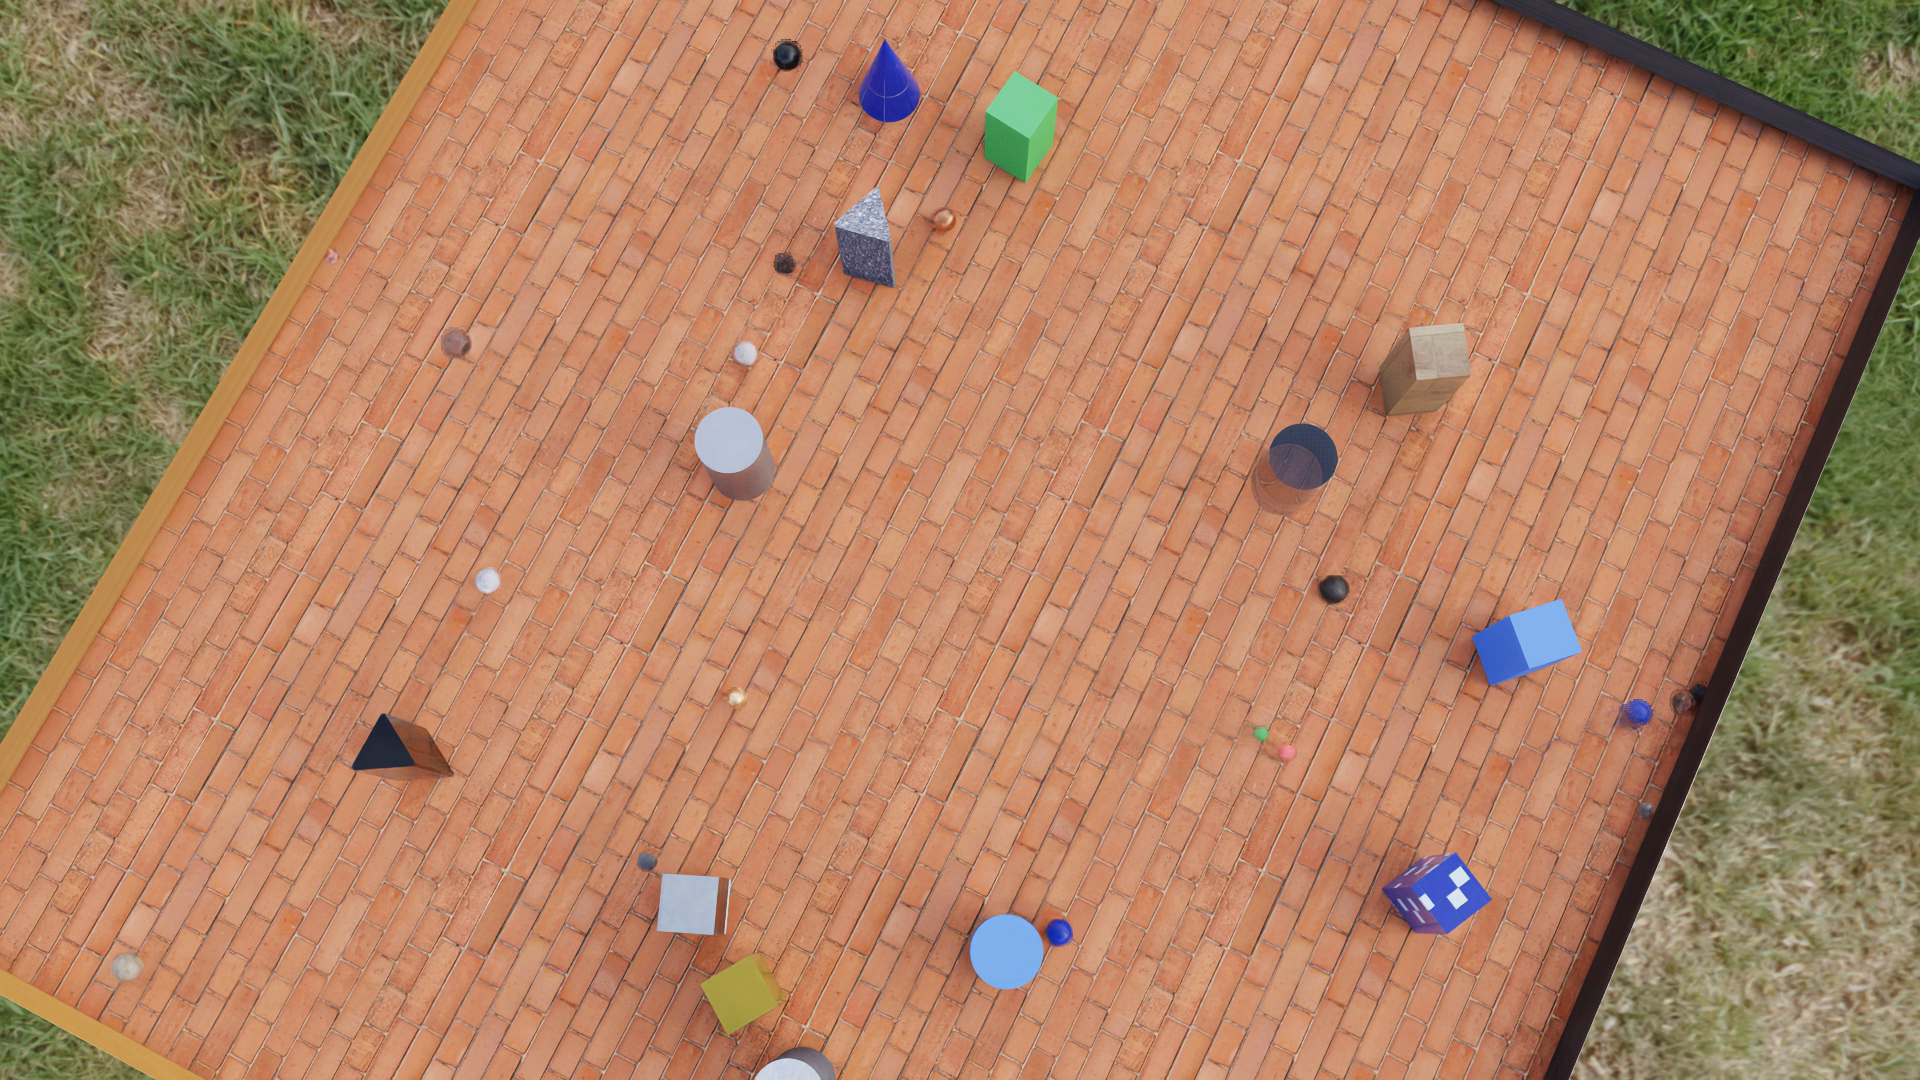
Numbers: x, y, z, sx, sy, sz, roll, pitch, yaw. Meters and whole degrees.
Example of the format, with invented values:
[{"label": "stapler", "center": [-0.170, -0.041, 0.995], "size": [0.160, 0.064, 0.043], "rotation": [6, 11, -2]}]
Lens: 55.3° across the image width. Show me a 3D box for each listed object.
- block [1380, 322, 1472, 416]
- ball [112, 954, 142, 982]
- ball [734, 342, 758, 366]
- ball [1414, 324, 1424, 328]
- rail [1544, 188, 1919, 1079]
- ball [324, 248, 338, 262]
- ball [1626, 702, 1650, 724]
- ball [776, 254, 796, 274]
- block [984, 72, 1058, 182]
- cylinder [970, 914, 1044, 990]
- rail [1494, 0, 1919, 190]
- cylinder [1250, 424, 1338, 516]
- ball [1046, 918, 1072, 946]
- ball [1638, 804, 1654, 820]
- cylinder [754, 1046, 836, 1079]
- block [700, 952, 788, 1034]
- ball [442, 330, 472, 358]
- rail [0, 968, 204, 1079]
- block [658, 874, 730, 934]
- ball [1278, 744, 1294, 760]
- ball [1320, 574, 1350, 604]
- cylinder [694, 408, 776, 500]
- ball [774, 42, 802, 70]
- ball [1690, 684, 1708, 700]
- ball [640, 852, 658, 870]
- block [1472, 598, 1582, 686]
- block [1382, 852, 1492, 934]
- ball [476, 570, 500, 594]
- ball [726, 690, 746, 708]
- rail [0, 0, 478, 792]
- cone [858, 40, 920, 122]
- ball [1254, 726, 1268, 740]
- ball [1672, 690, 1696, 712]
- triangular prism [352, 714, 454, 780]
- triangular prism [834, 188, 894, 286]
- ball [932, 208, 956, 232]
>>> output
[{"label": "block", "center": [1.396, -0.509, 5.521], "size": [0.159, 0.394, 0.159], "rotation": [-5, 78, -1]}, {"label": "ball", "center": [-2.416, 1.241, 5.318], "size": [0.081, 0.081, 0.081], "rotation": [0, 78, 0]}, {"label": "ball", "center": [-0.667, -0.577, 5.700], "size": [0.071, 0.071, 0.071], "rotation": [0, 78, 0]}, {"label": "ball", "center": [1.439, -0.650, 5.726], "size": [0.049, 0.049, 0.049], "rotation": [0, 78, 0]}, {"label": "rail", "center": [1.979, 0.976, 5.348], "size": [0.045, 0.129, 4.821], "rotation": [26, 80, 5]}, {"label": "ball", "center": [-1.983, -0.896, 5.779], "size": [0.044, 0.044, 0.044], "rotation": [0, 78, 0]}, {"label": "ball", "center": [2.028, 0.516, 5.476], "size": [0.066, 0.066, 0.066], "rotation": [0, 78, 0]}, {"label": "ball", "center": [-0.547, -0.867, 5.764], "size": [0.062, 0.062, 0.062], "rotation": [0, 78, 0]}, {"label": "block", "center": [0.187, -1.282, 5.709], "size": [0.159, 0.340, 0.159], "rotation": [33, 80, 6]}, {"label": "cylinder", "center": [0.127, 1.159, 5.174], "size": [0.199, 0.397, 0.199], "rotation": [0, 78, 0]}, {"label": "rail", "center": [1.067, -2.084, 5.981], "size": [4.472, 0.129, 0.045], "rotation": [26, 80, 5]}, {"label": "cylinder", "center": [0.995, -0.207, 5.481], "size": [0.199, 0.349, 0.199], "rotation": [0, 78, 0]}, {"label": "ball", "center": [0.288, 1.142, 5.341], "size": [0.077, 0.077, 0.077], "rotation": [0, 78, 0]}, {"label": "ball", "center": [2.033, 0.805, 5.427], "size": [0.044, 0.044, 0.044], "rotation": [0, 78, 0]}, {"label": "cylinder", "center": [-0.457, 1.520, 5.070], "size": [0.199, 0.454, 0.199], "rotation": [0, 78, 0]}, {"label": "block", "center": [-0.611, 1.286, 5.206], "size": [0.159, 0.283, 0.159], "rotation": [-30, 80, -6]}, {"label": "ball", "center": [-1.563, -0.611, 5.698], "size": [0.088, 0.088, 0.088], "rotation": [0, 78, 0]}, {"label": "rail", "center": [-1.067, 2.097, 5.115], "size": [4.472, 0.129, 0.045], "rotation": [26, 80, 5]}, {"label": "block", "center": [-0.761, 1.046, 5.262], "size": [0.159, 0.270, 0.159], "rotation": [4, 78, 1]}, {"label": "ball", "center": [0.973, 0.632, 5.460], "size": [0.050, 0.050, 0.050], "rotation": [0, 78, 0]}, {"label": "ball", "center": [1.133, 0.148, 5.542], "size": [0.087, 0.087, 0.087], "rotation": [0, 78, 0]}, {"label": "cylinder", "center": [-0.670, -0.254, 5.487], "size": [0.199, 0.356, 0.199], "rotation": [0, 78, 0]}, {"label": "ball", "center": [-0.556, -1.555, 5.893], "size": [0.090, 0.090, 0.090], "rotation": [0, 78, 0]}, {"label": "ball", "center": [2.217, 0.457, 5.496], "size": [0.050, 0.050, 0.050], "rotation": [0, 78, 0]}, {"label": "ball", "center": [-0.917, 0.947, 5.395], "size": [0.051, 0.051, 0.051], "rotation": [0, 78, 0]}, {"label": "block", "center": [1.652, 0.303, 5.357], "size": [0.159, 0.386, 0.159], "rotation": [-17, 79, -3]}, {"label": "block", "center": [1.354, 1.009, 5.224], "size": [0.159, 0.360, 0.159], "rotation": [-35, 80, -7]}, {"label": "ball", "center": [-1.432, 0.125, 5.554], "size": [0.072, 0.072, 0.072], "rotation": [0, 78, 0]}, {"label": "ball", "center": [-0.672, 0.477, 5.489], "size": [0.057, 0.057, 0.057], "rotation": [0, 78, 0]}, {"label": "rail", "center": [-1.979, -0.962, 5.749], "size": [0.045, 0.129, 4.821], "rotation": [26, 80, 5]}, {"label": "cone", "center": [-0.228, -1.479, 5.730], "size": [0.199, 0.377, 0.199], "rotation": [0, 78, 0]}, {"label": "ball", "center": [0.899, 0.578, 5.476], "size": [0.041, 0.041, 0.041], "rotation": [0, 78, 0]}, {"label": "ball", "center": [2.164, 0.484, 5.483], "size": [0.067, 0.067, 0.067], "rotation": [0, 78, 0]}, {"label": "triangular prism", "center": [-1.602, 0.596, 5.286], "size": [0.172, 0.406, 0.149], "rotation": [-4, 78, -1]}, {"label": "triangular prism", "center": [-0.266, -0.932, 5.603], "size": [0.172, 0.405, 0.149], "rotation": [17, 79, 3]}, {"label": "ball", "center": [-0.050, -1.009, 5.788], "size": [0.074, 0.074, 0.074], "rotation": [0, 78, 0]}]
